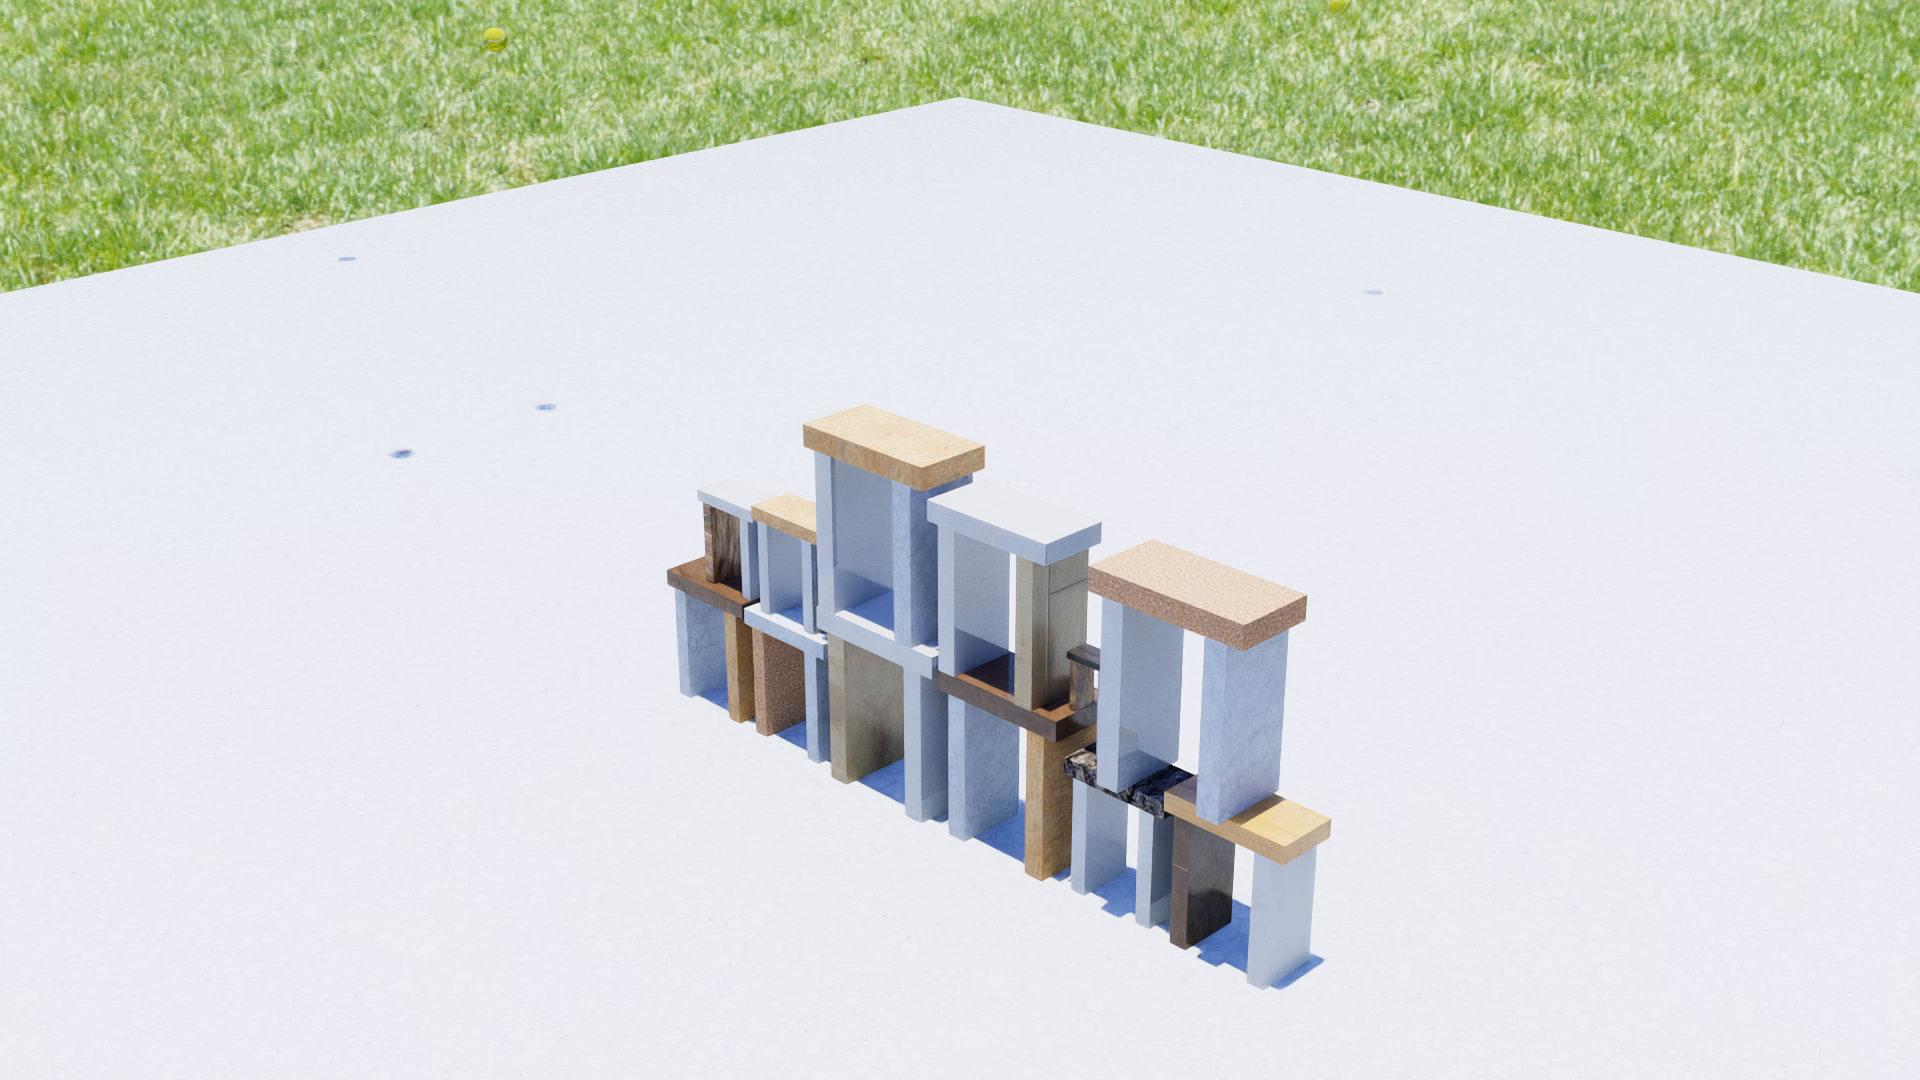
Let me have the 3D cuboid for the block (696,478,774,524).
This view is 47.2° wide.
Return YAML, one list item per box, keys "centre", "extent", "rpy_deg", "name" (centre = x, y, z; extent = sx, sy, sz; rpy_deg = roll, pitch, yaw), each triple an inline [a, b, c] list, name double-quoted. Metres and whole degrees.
- centre: [-0.467, -0.085, 4.698]
  extent: [0.184, 0.026, 0.092]
  rpy_deg: [21, 31, 41]
  name: "block"

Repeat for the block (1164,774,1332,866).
- centre: [0.506, 0.485, 3.886]
  extent: [0.267, 0.038, 0.134]
  rpy_deg: [21, 31, 41]
  name: "block"

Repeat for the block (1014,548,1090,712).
- centre: [0.171, 0.153, 4.099]
  extent: [0.043, 0.304, 0.152]
  rpy_deg: [21, 31, 41]
  name: "block"

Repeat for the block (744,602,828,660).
- centre: [-0.326, 0.179, 4.647]
  extent: [0.252, 0.036, 0.126]
  rpy_deg: [21, 31, 41]
  name: "block"

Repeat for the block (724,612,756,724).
- centre: [-0.449, 0.260, 4.816]
  extent: [0.037, 0.259, 0.130]
  rpy_deg: [21, 31, 41]
  name: "block"

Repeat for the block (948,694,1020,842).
- centre: [0.048, 0.427, 4.356]
  extent: [0.044, 0.312, 0.156]
  rpy_deg: [21, 31, 41]
  name: "block"

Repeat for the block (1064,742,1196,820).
- centre: [0.323, 0.438, 4.065]
  extent: [0.121, 0.034, 0.242]
  rpy_deg: [-21, 31, -41]
  name: "block"

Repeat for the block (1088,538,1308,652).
- centre: [0.409, 0.092, 3.815]
  extent: [0.346, 0.049, 0.173]
  rpy_deg: [21, 31, 41]
  name: "block"

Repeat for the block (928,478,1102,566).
- centre: [0.099, -0.035, 4.097]
  extent: [0.304, 0.043, 0.152]
  rpy_deg: [21, 31, 41]
  name: "block"

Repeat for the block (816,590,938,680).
- centre: [-0.114, 0.180, 4.419]
  extent: [0.335, 0.047, 0.167]
  rpy_deg: [21, 31, 41]
  name: "block"

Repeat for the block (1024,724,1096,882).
- centre: [0.196, 0.484, 4.220]
  extent: [0.044, 0.312, 0.156]
  rpy_deg: [21, 31, 41]
  name: "block"

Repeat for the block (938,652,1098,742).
- centre: [0.122, 0.291, 4.218]
  extent: [0.312, 0.044, 0.156]
  rpy_deg: [21, 31, 41]
  name: "block"

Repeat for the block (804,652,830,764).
- centre: [-0.267, 0.335, 4.649]
  extent: [0.036, 0.252, 0.126]
  rpy_deg: [21, 31, 41]
  name: "block"

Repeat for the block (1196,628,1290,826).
- centre: [0.491, 0.305, 3.817]
  extent: [0.049, 0.346, 0.173]
  rpy_deg: [21, 31, 41]
  name: "block"

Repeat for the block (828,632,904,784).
- centre: [-0.193, 0.325, 4.567]
  extent: [0.047, 0.335, 0.167]
  rpy_deg: [21, 31, 41]
  name: "block"

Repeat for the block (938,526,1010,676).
- centre: [0.027, 0.097, 4.230]
  extent: [0.043, 0.304, 0.152]
  rpy_deg: [21, 31, 41]
  name: "block"

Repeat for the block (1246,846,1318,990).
- centre: [0.570, 0.650, 3.887]
  extent: [0.038, 0.267, 0.134]
  rpy_deg: [21, 31, 41]
  name: "block"

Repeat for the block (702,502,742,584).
- centre: [-0.511, -0.005, 4.779]
  extent: [0.026, 0.184, 0.092]
  rpy_deg: [21, 31, 41]
  name: "block"

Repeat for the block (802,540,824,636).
- centre: [-0.278, 0.084, 4.560]
  extent: [0.029, 0.208, 0.104]
  rpy_deg: [21, 31, 41]
  name: "block"

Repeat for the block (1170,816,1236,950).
- centre: [0.444, 0.601, 4.003]
  extent: [0.038, 0.267, 0.134]
  rpy_deg: [21, 31, 41]
  name: "block"

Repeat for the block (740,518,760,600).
- centre: [-0.424, 0.029, 4.699]
  extent: [0.026, 0.184, 0.092]
  rpy_deg: [21, 31, 41]
  name: "block"

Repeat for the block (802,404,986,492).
- centre: [-0.131, -0.183, 4.286]
  extent: [0.169, 0.048, 0.338]
  rpy_deg: [-21, 31, -40]
  name: "block"

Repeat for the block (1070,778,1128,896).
- centre: [0.266, 0.543, 4.172]
  extent: [0.034, 0.242, 0.121]
  rpy_deg: [21, 31, 41]
  name: "block"

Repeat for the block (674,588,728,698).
- centre: [-0.571, 0.212, 4.928]
  extent: [0.037, 0.259, 0.130]
  rpy_deg: [21, 31, 41]
  name: "block"

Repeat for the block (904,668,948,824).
- centre: [-0.035, 0.386, 4.422]
  extent: [0.047, 0.335, 0.167]
  rpy_deg: [21, 31, 41]
  name: "block"

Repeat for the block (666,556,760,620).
- centre: [-0.510, 0.100, 4.814]
  extent: [0.259, 0.037, 0.130]
  rpy_deg: [21, 31, 41]
  name: "block"

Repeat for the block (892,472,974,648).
- centre: [-0.052, 0.026, 4.288]
  extent: [0.169, 0.338, 0.048]
  rpy_deg: [-21, 31, -40]
  name: "block"

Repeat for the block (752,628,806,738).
- centre: [-0.385, 0.289, 4.758]
  extent: [0.036, 0.252, 0.126]
  rpy_deg: [21, 31, 41]
  name: "block"

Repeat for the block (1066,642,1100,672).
- centre: [0.252, 0.219, 4.050]
  extent: [0.103, 0.015, 0.051]
  rpy_deg: [21, 31, 41]
  name: "block"

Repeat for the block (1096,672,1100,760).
- centre: [0.276, 0.319, 4.066]
  extent: [0.051, 0.183, 0.015]
  rpy_deg: [-21, 31, -41]
  name: "block"

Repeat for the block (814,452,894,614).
- centre: [-0.210, -0.037, 4.435]
  extent: [0.048, 0.338, 0.169]
  rpy_deg: [21, 31, 41]
  name: "block"

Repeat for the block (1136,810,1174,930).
- centre: [0.380, 0.587, 4.067]
  extent: [0.034, 0.242, 0.121]
  rpy_deg: [21, 31, 41]
  name: "block"

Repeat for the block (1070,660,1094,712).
- centre: [0.228, 0.263, 4.096]
  extent: [0.015, 0.103, 0.051]
  rpy_deg: [21, 31, 40]
  name: "block"

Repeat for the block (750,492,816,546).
- centre: [-0.326, -0.044, 4.559]
  extent: [0.208, 0.029, 0.104]
  rpy_deg: [21, 31, 41]
  name: "block"

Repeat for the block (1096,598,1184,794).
- centre: [0.328, 0.255, 3.973]
  extent: [0.049, 0.374, 0.173]
  rpy_deg: [21, 31, 41]
  name: "block"

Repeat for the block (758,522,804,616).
- centre: [-0.376, 0.046, 4.650]
  extent: [0.029, 0.208, 0.104]
  rpy_deg: [21, 31, 41]
  name: "block"
